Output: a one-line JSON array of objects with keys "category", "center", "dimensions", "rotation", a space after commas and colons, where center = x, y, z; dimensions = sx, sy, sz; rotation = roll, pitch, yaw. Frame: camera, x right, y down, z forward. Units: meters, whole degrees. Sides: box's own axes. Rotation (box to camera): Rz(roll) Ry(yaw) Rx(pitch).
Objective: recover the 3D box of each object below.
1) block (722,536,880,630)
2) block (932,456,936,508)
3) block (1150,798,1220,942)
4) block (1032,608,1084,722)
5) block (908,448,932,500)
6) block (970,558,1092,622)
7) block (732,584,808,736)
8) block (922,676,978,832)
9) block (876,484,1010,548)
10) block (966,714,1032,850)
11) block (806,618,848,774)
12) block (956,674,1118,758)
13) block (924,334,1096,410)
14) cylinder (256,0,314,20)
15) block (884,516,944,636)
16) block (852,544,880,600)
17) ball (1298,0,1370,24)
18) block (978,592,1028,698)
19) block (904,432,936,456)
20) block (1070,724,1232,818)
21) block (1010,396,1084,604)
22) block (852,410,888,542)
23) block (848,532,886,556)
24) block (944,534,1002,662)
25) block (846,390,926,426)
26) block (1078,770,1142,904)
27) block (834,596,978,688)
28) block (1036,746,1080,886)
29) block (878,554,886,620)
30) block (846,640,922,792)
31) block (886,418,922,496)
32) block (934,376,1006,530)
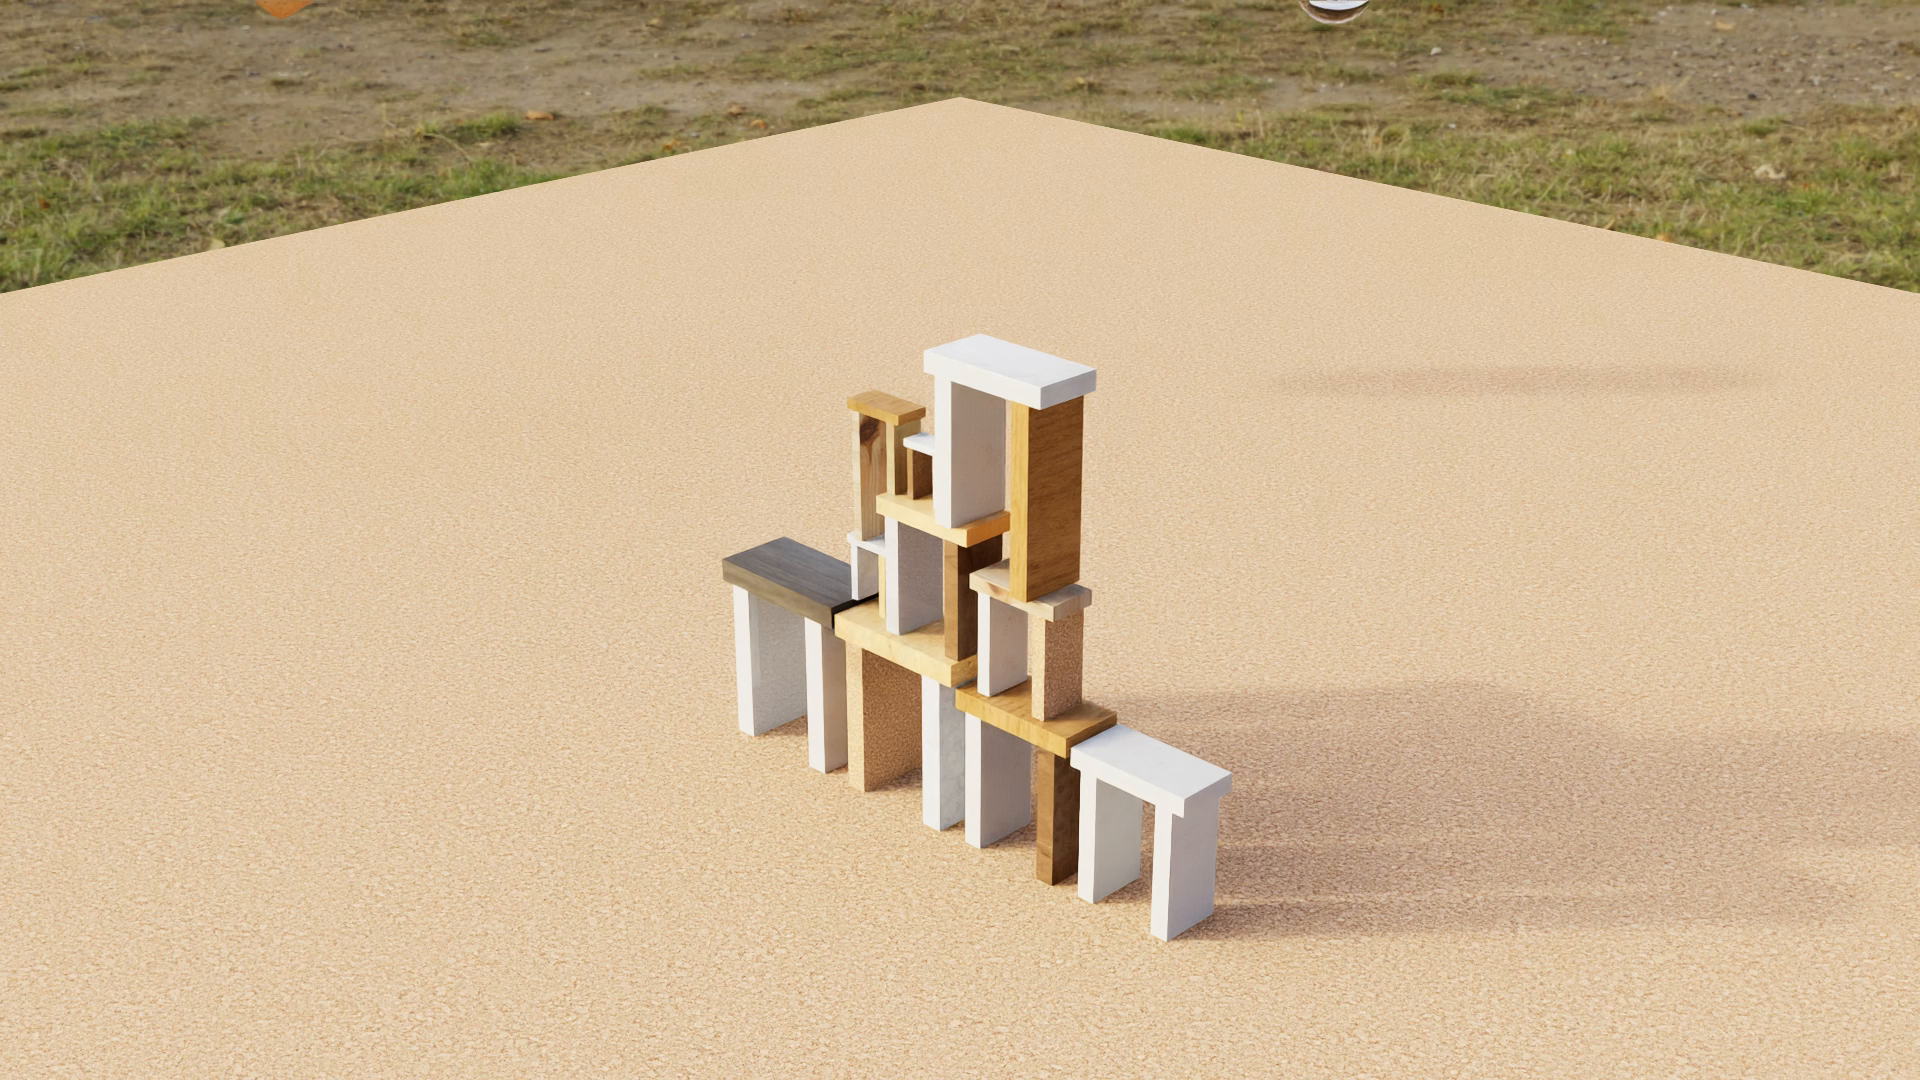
[{"category": "block", "center": [-0.321, 0.087, 4.609], "dimensions": [0.173, 0.049, 0.346], "rotation": [-22, 31, -40]}, {"category": "block", "center": [-0.027, -0.115, 4.204], "dimensions": [0.015, 0.106, 0.053], "rotation": [21, 31, 41]}, {"category": "block", "center": [0.413, 0.587, 4.030], "dimensions": [0.038, 0.271, 0.135], "rotation": [21, 31, 41]}, {"category": "block", "center": [0.183, 0.224, 4.119], "dimensions": [0.030, 0.213, 0.107], "rotation": [21, 31, 41]}, {"category": "block", "center": [-0.077, -0.135, 4.250], "dimensions": [0.015, 0.106, 0.053], "rotation": [21, 31, 41]}, {"category": "block", "center": [0.132, 0.092, 4.117], "dimensions": [0.213, 0.030, 0.107], "rotation": [21, 31, 40]}, {"category": "block", "center": [-0.402, 0.236, 4.761], "dimensions": [0.049, 0.346, 0.173], "rotation": [21, 31, 41]}, {"category": "block", "center": [0.001, 0.400, 4.393], "dimensions": [0.047, 0.332, 0.166], "rotation": [21, 31, 41]}, {"category": "block", "center": [-0.032, -0.053, 4.238], "dimensions": [0.247, 0.035, 0.123], "rotation": [21, 31, 41]}, {"category": "block", "center": [0.076, 0.451, 4.330], "dimensions": [0.041, 0.288, 0.144], "rotation": [21, 31, 41]}, {"category": "block", "center": [-0.239, 0.300, 4.611], "dimensions": [0.049, 0.346, 0.173], "rotation": [21, 31, 41]}, {"category": "block", "center": [0.144, 0.326, 4.203], "dimensions": [0.288, 0.041, 0.144], "rotation": [21, 31, 41]}, {"category": "block", "center": [0.089, -0.308, 3.990], "dimensions": [0.147, 0.042, 0.293], "rotation": [-21, 31, -40]}, {"category": "cylinder", "center": [-1.739, -1.566, 5.777], "dimensions": [0.283, 0.283, 0.283], "rotation": [-27, 20, 11]}, {"category": "block", "center": [-0.090, 0.054, 4.347], "dimensions": [0.123, 0.247, 0.035], "rotation": [-21, 31, -41]}, {"category": "block", "center": [-0.192, 0.056, 4.463], "dimensions": [0.017, 0.121, 0.061], "rotation": [21, 31, 41]}, {"category": "ball", "center": [1.264, -1.873, 7.414], "dimensions": [0.266, 0.266, 0.266], "rotation": [0, 23, 0]}, {"category": "block", "center": [0.083, 0.184, 4.212], "dimensions": [0.030, 0.213, 0.107], "rotation": [21, 31, 41]}, {"category": "block", "center": [-0.052, -0.181, 4.204], "dimensions": [0.106, 0.015, 0.053], "rotation": [21, 31, 40]}, {"category": "block", "center": [0.349, 0.420, 4.028], "dimensions": [0.271, 0.038, 0.135], "rotation": [21, 31, 41]}, {"category": "block", "center": [0.158, -0.086, 4.008], "dimensions": [0.042, 0.382, 0.147], "rotation": [21, 31, 40]}, {"category": "block", "center": [-0.178, -0.135, 4.364], "dimensions": [0.021, 0.274, 0.073], "rotation": [21, 31, 41]}, {"category": "block", "center": [-0.163, 0.004, 4.410], "dimensions": [0.121, 0.017, 0.061], "rotation": [21, 31, 41]}, {"category": "block", "center": [0.026, 0.100, 4.240], "dimensions": [0.035, 0.247, 0.123], "rotation": [21, 31, 41]}, {"category": "block", "center": [-0.144, -0.258, 4.275], "dimensions": [0.073, 0.021, 0.147], "rotation": [-21, 31, -40]}, {"category": "block", "center": [0.285, 0.537, 4.147], "dimensions": [0.038, 0.271, 0.135], "rotation": [21, 31, 41]}, {"category": "block", "center": [-0.077, 0.195, 4.392], "dimensions": [0.332, 0.047, 0.166], "rotation": [21, 31, 41]}, {"category": "block", "center": [0.212, 0.504, 4.205], "dimensions": [0.041, 0.288, 0.144], "rotation": [21, 31, 41]}, {"category": "block", "center": [-0.134, 0.085, 4.413], "dimensions": [0.061, 0.137, 0.017], "rotation": [-21, 31, -41]}, {"category": "block", "center": [-0.155, 0.339, 4.538], "dimensions": [0.047, 0.332, 0.166], "rotation": [21, 31, 41]}, {"category": "block", "center": [-0.109, -0.167, 4.275], "dimensions": [0.021, 0.147, 0.073], "rotation": [21, 31, 41]}, {"category": "block", "center": [0.020, -0.180, 4.119], "dimensions": [0.042, 0.293, 0.147], "rotation": [21, 31, 40]}]
